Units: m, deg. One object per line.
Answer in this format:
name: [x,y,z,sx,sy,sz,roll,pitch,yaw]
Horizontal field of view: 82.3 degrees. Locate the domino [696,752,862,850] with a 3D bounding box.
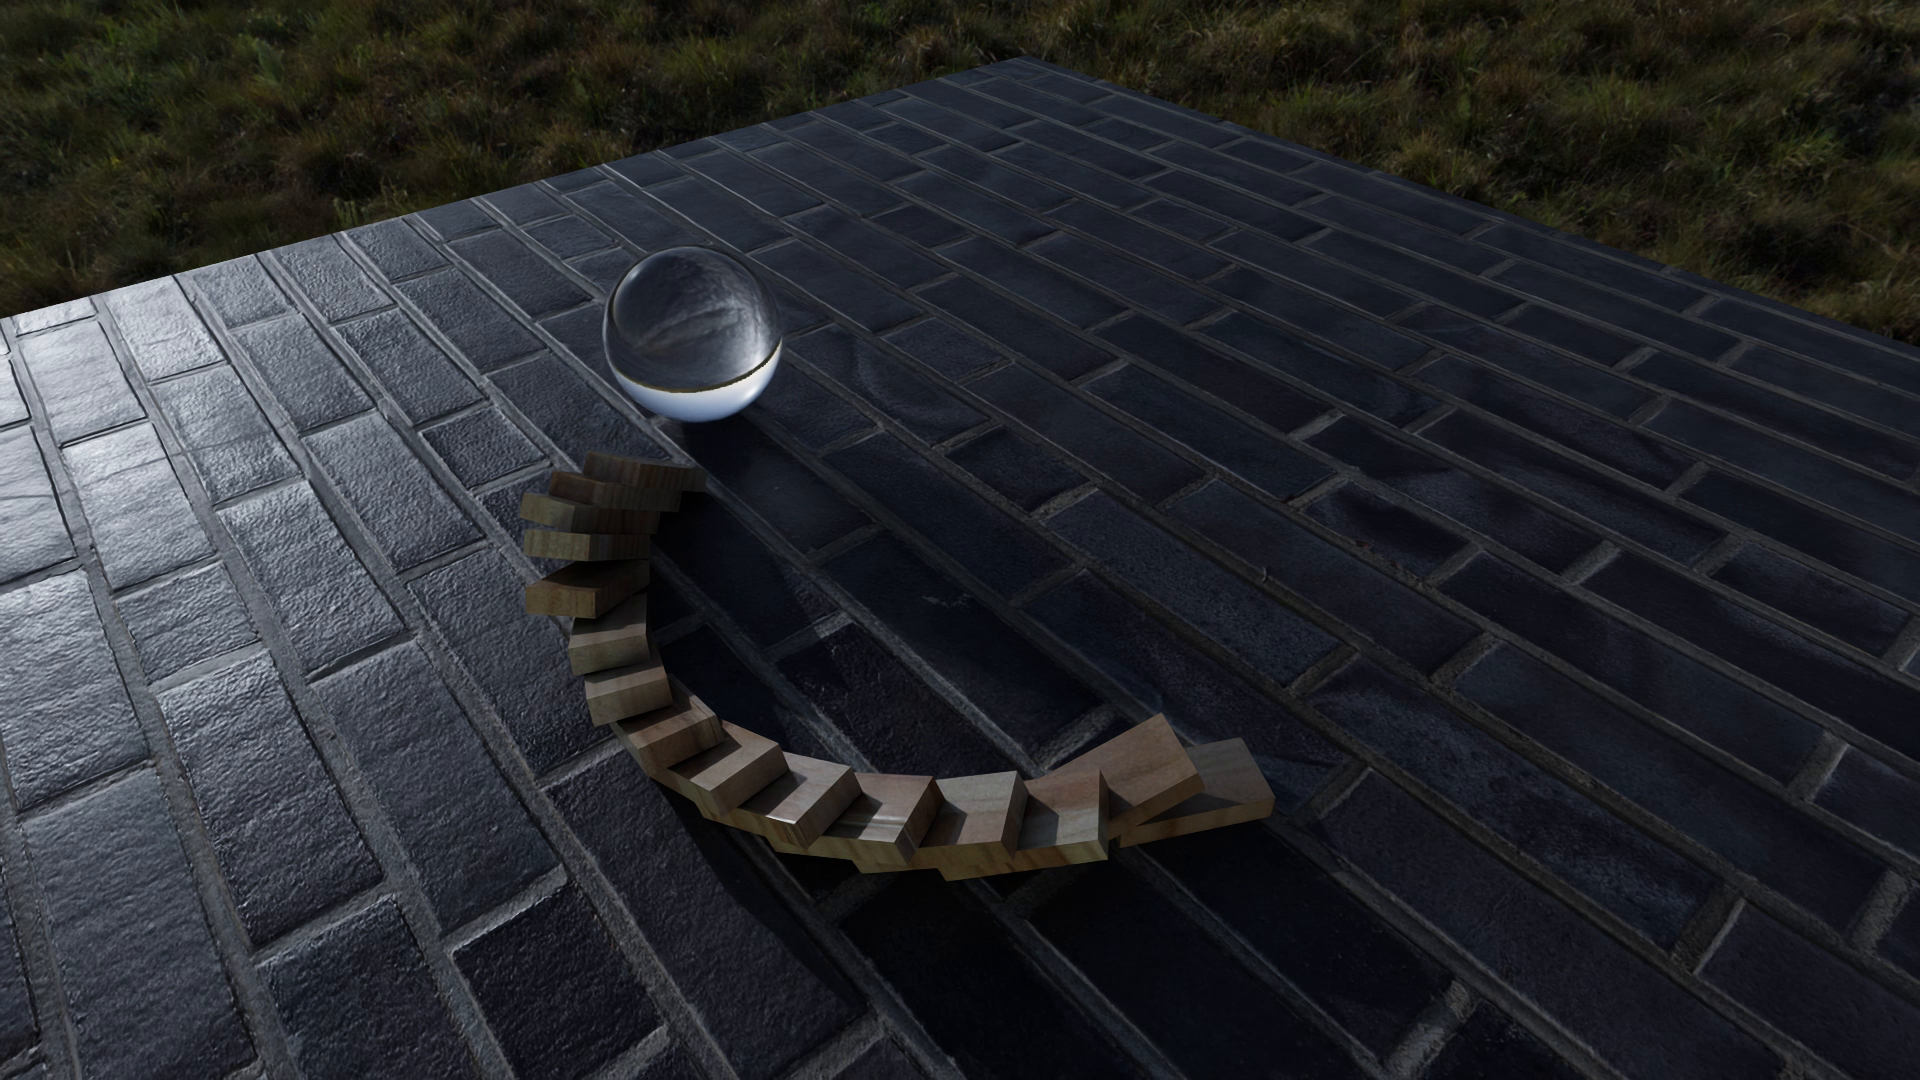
domino: [-0.056,0.077,0.334,0.050,0.009,0.025,1,32,42]

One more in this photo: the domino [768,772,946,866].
domino: [-0.032,0.082,0.328,0.050,0.009,0.025,-5,32,33]

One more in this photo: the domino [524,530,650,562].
domino: [-0.140,0.002,0.418,0.025,0.010,0.050,5,1,9]

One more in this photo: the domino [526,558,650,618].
domino: [-0.136,0.017,0.406,0.025,0.009,0.050,4,12,5]

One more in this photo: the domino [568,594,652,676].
domino: [-0.123,0.032,0.388,0.025,0.010,0.050,-11,16,-13]

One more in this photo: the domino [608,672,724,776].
domino: [-0.097,0.059,0.356,0.025,0.010,0.050,-23,20,-25]

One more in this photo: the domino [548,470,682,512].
domino: [-0.138,-0.019,0.444,0.025,0.009,0.050,14,4,20]

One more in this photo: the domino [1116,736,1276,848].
domino: [0.070,0.079,0.347,0.050,0.010,0.025,-9,40,-10]

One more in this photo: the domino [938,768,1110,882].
domino: [0.019,0.085,0.326,0.050,0.009,0.025,-14,36,19]

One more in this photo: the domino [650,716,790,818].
domino: [-0.078,0.069,0.343,0.025,0.009,0.050,-32,24,-33]

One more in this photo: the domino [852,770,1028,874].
domino: [-0.006,0.084,0.326,0.050,0.009,0.025,-12,34,25]

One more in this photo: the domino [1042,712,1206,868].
domino: [0.046,0.076,0.335,0.050,0.010,0.025,-29,41,2]

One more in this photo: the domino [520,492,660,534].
domino: [-0.144,-0.010,0.433,0.025,0.009,0.050,14,4,22]

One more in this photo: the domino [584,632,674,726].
domino: [-0.113,0.046,0.371,0.025,0.009,0.050,-15,17,-17]

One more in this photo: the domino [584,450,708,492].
domino: [-0.129,-0.028,0.455,0.025,0.009,0.050,14,4,17]

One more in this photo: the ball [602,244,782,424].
ball: [-0.121,-0.093,0.502,0.080,0.080,0.080,0,39,0]
